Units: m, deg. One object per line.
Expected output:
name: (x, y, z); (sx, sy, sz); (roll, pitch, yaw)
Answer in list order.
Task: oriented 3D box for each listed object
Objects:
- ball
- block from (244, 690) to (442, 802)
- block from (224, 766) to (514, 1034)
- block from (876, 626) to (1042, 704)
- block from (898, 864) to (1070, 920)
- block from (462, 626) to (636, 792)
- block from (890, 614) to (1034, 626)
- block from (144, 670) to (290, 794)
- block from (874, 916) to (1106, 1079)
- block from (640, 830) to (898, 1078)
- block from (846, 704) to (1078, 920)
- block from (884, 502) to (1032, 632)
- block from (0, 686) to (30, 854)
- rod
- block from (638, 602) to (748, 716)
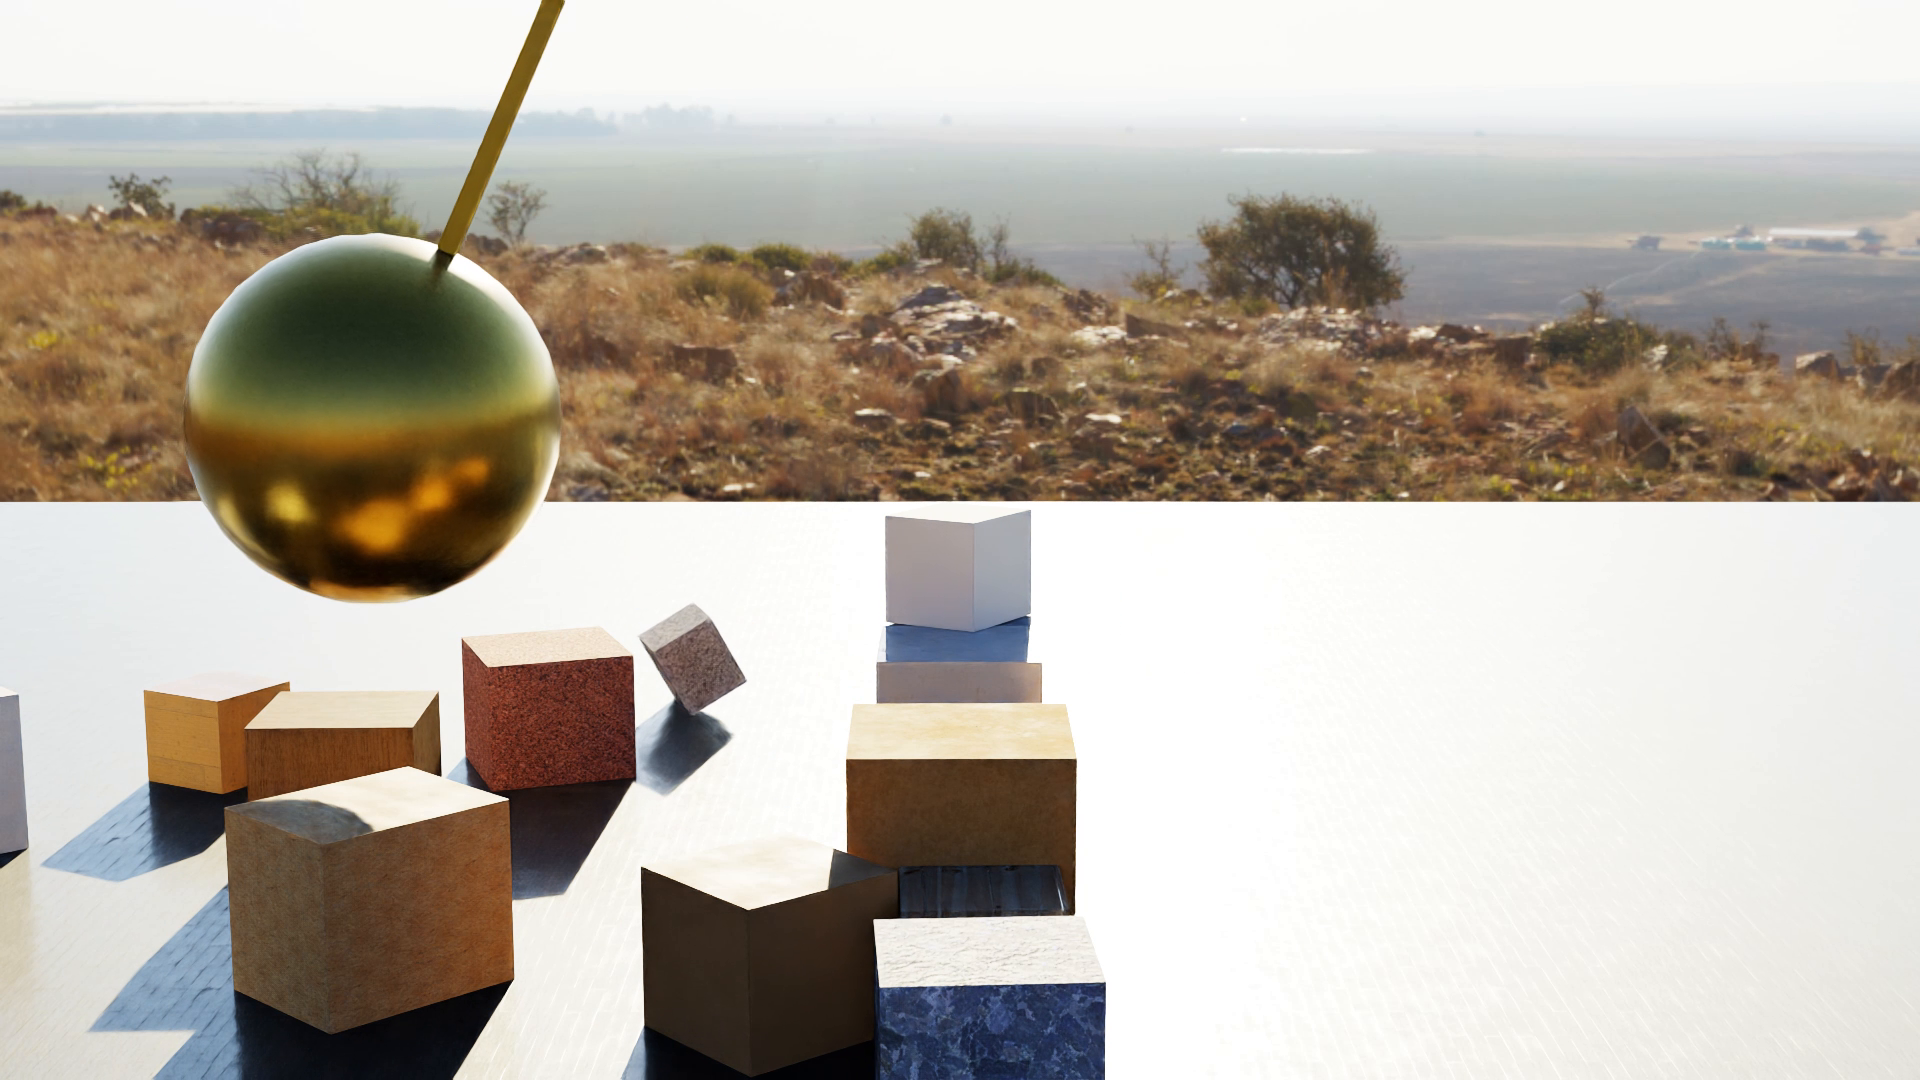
ball: (-2.528, -0.519, 11.086); (1.600, 1.600, 1.600); (0, 10, 0)
block: (-2.802, 1.090, 11.741); (0.739, 0.654, 0.689); (0, 10, -2)
block: (-2.286, 1.376, 9.960); (0.687, 0.730, 0.831); (10, 14, 43)
block: (-0.001, 0.897, 12.331); (0.773, 0.823, 0.794); (0, 10, 0)
block: (0.082, 1.549, 9.594); (0.612, 0.520, 0.538); (0, 10, -2)
block: (-2.108, 0.850, 13.123); (0.733, 0.632, 0.734); (-4, 11, -21)
block: (0.006, 0.768, 13.089); (0.716, 0.807, 0.729); (0, 10, 0)
block: (-3.740, 0.962, 12.958); (0.505, 0.471, 0.500); (6, 12, 29)
block: (0.086, 1.675, 8.515); (0.721, 0.658, 0.656); (-1, 10, -4)
block: (-0.705, 1.514, 9.505); (0.677, 0.620, 0.672); (-9, 14, -40)
block: (0.003, 1.215, 10.255); (0.881, 0.940, 0.867); (0, 10, 0)
block: (-0.005, 0.126, 12.808); (0.512, 0.535, 0.572); (5, 10, 30)
block: (-4.777, 1.051, 11.755); (0.684, 0.727, 0.735); (-10, 14, -42)
rod: (-1.095, -3.553, 10.534); (0.080, 5.200, 0.080); (25, 9, -4)
block: (-1.500, 0.664, 14.365); (0.369, 0.431, 0.446); (-32, 18, -11)
